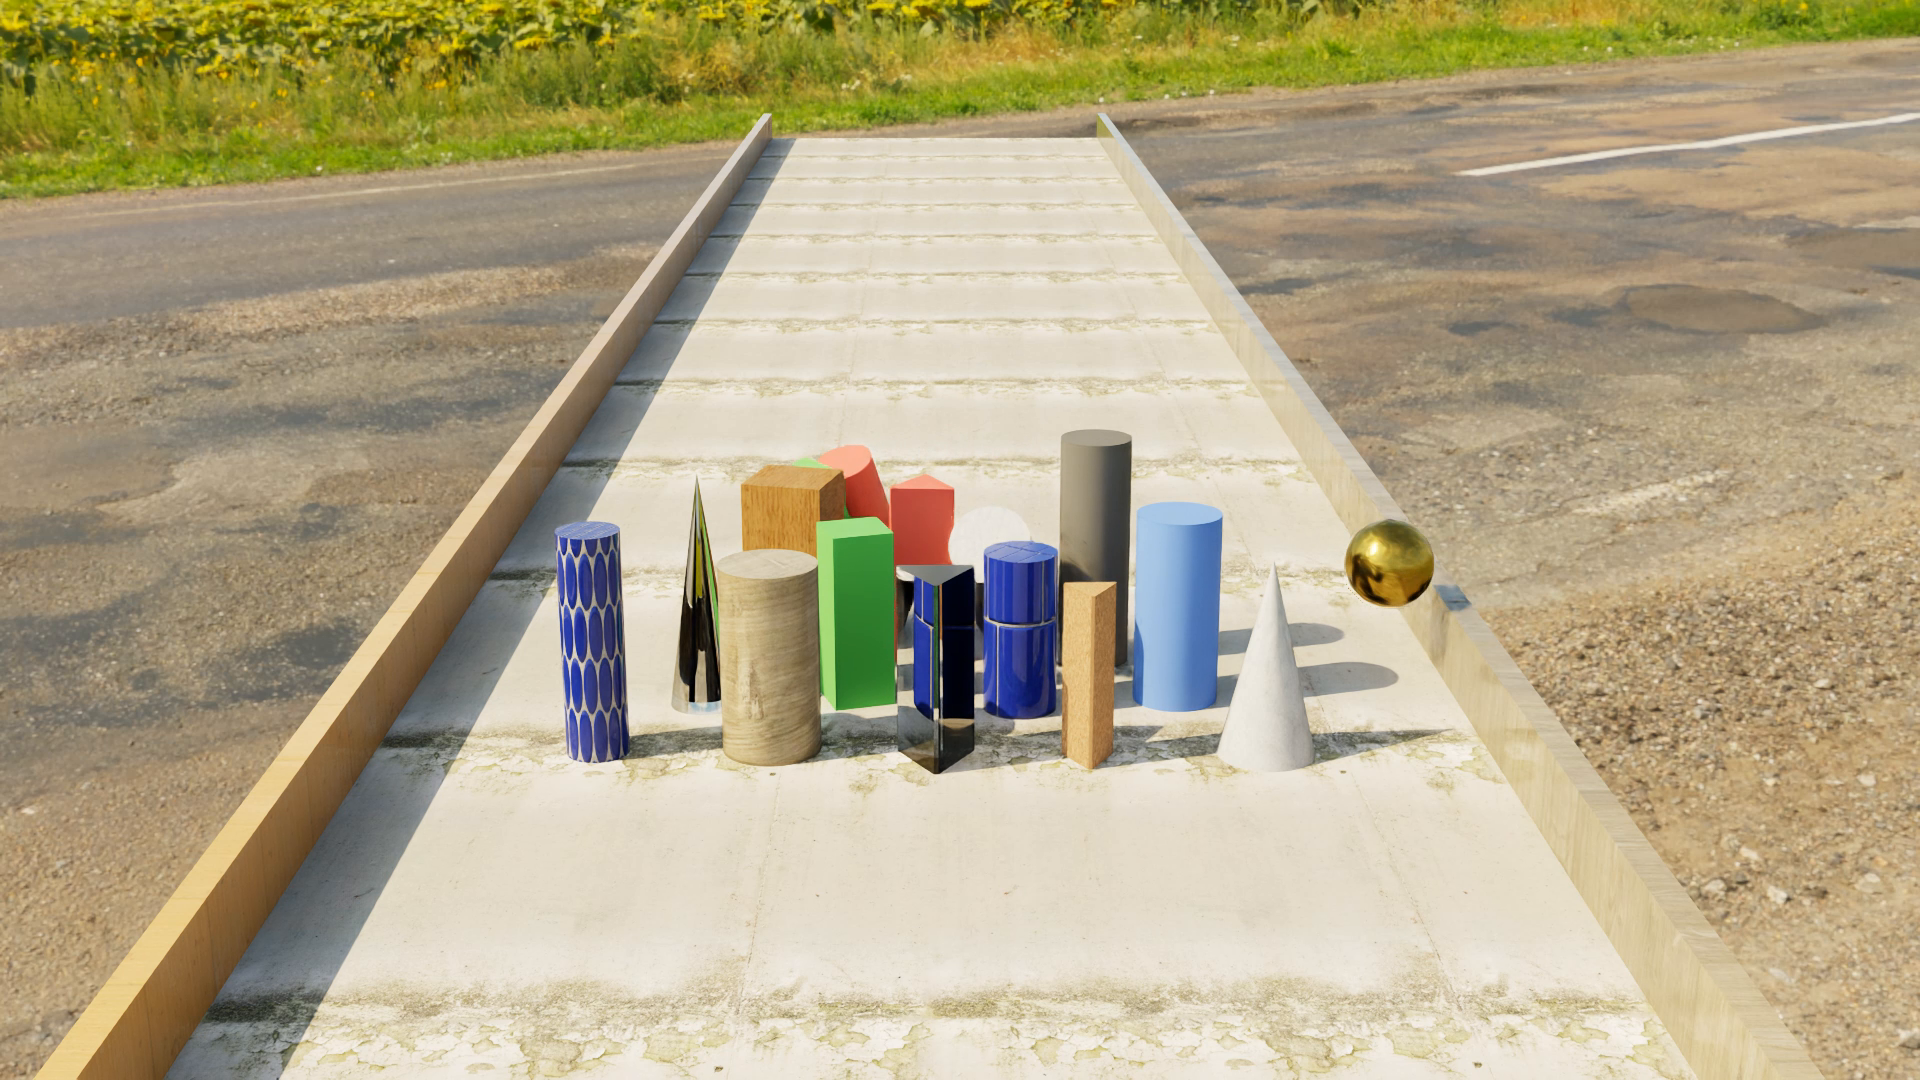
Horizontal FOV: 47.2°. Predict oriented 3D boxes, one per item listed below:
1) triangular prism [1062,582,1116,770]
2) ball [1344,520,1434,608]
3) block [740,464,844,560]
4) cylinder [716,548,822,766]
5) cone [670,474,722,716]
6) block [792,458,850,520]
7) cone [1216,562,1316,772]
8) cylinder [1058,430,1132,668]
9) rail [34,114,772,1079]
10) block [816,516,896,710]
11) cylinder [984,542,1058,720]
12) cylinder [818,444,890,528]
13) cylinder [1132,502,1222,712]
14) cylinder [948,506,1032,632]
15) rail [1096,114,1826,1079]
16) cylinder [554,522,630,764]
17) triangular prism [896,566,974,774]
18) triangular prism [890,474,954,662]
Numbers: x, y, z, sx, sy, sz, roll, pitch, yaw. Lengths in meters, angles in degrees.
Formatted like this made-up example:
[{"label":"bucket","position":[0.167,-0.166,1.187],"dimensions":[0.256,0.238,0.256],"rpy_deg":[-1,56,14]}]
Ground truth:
[{"label":"triangular prism","position":[0.239,0.234,3.878],"dimensions":[0.079,0.321,0.091],"rpy_deg":[-10,19,-30]},{"label":"ball","position":[0.833,0.046,4.263],"dimensions":[0.171,0.171,0.171],"rpy_deg":[0,17,0]},{"label":"block","position":[-0.328,0.058,4.369],"dimensions":[0.160,0.379,0.160],"rpy_deg":[4,17,14]},{"label":"cylinder","position":[-0.338,0.208,3.916],"dimensions":[0.178,0.348,0.178],"rpy_deg":[0,17,0]},{"label":"cone","position":[-0.486,0.092,4.119],"dimensions":[0.128,0.454,0.128],"rpy_deg":[0,17,0]},{"label":"block","position":[-0.284,0.000,4.620],"dimensions":[0.100,0.332,0.100],"rpy_deg":[-35,33,-26]},{"label":"cone","position":[0.548,0.207,3.889],"dimensions":[0.176,0.365,0.176],"rpy_deg":[0,17,0]},{"label":"cylinder","position":[0.267,0.018,4.364],"dimensions":[0.140,0.456,0.140],"rpy_deg":[0,17,0]},{"label":"rail","position":[-1.118,-0.838,7.780],"dimensions":[0.050,0.150,12.000],"rpy_deg":[0,17,-1]},{"label":"block","position":[-0.197,0.139,4.166],"dimensions":[0.117,0.339,0.117],"rpy_deg":[-5,17,-18]},{"label":"cylinder","position":[0.113,0.169,4.120],"dimensions":[0.139,0.307,0.139],"rpy_deg":[0,17,0]},{"label":"cylinder","position":[-0.204,-0.033,4.716],"dimensions":[0.127,0.332,0.127],"rpy_deg":[-12,35,9]},{"label":"cylinder","position":[0.411,0.125,4.162],"dimensions":[0.160,0.367,0.160],"rpy_deg":[0,17,0]},{"label":"cylinder","position":[0.082,0.074,4.378],"dimensions":[0.161,0.161,0.349],"rpy_deg":[3,-21,10]},{"label":"rail","position":[0.932,-0.844,7.801],"dimensions":[0.050,0.150,12.000],"rpy_deg":[0,17,-1]},{"label":"cylinder","position":[-0.650,0.181,3.892],"dimensions":[0.113,0.414,0.113],"rpy_deg":[0,17,0]},{"label":"triangular prism","position":[-0.026,0.219,3.881],"dimensions":[0.117,0.347,0.135],"rpy_deg":[-10,19,-29]},{"label":"triangular prism","position":[-0.072,0.056,4.407],"dimensions":[0.126,0.360,0.109],"rpy_deg":[1,17,4]}]
